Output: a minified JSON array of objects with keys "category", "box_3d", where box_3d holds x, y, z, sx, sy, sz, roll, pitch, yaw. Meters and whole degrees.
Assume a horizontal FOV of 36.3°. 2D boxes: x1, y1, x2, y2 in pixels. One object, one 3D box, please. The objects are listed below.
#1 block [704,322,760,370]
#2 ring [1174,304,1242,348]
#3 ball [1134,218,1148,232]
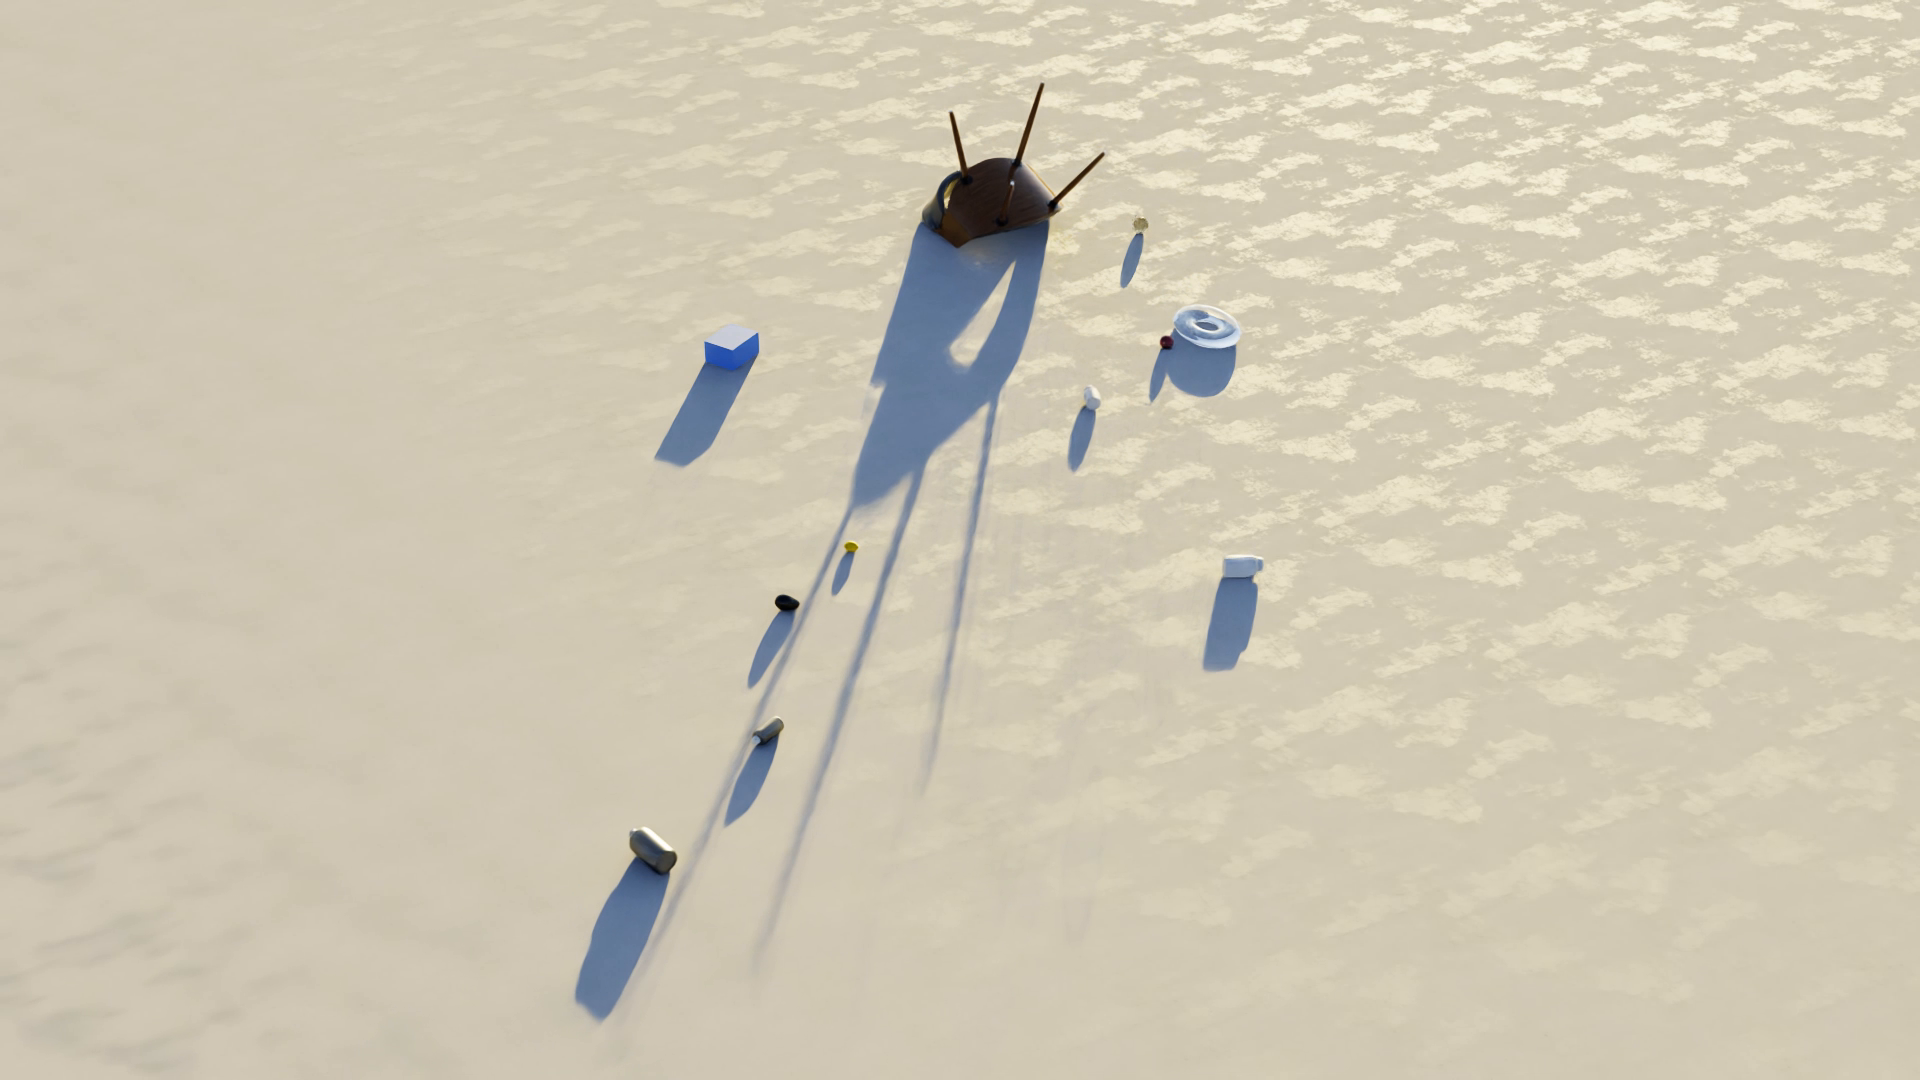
[{"category":"block","box_3d":[-0.939,-0.796,12.065,0.143,0.096,0.181,19,38,27]},{"category":"ring","box_3d":[1.033,-0.894,12.253,0.258,0.053,0.363,-15,36,-20]},{"category":"ball","box_3d":[0.802,-1.399,13.006,0.067,0.067,0.067,0,33,0]}]
